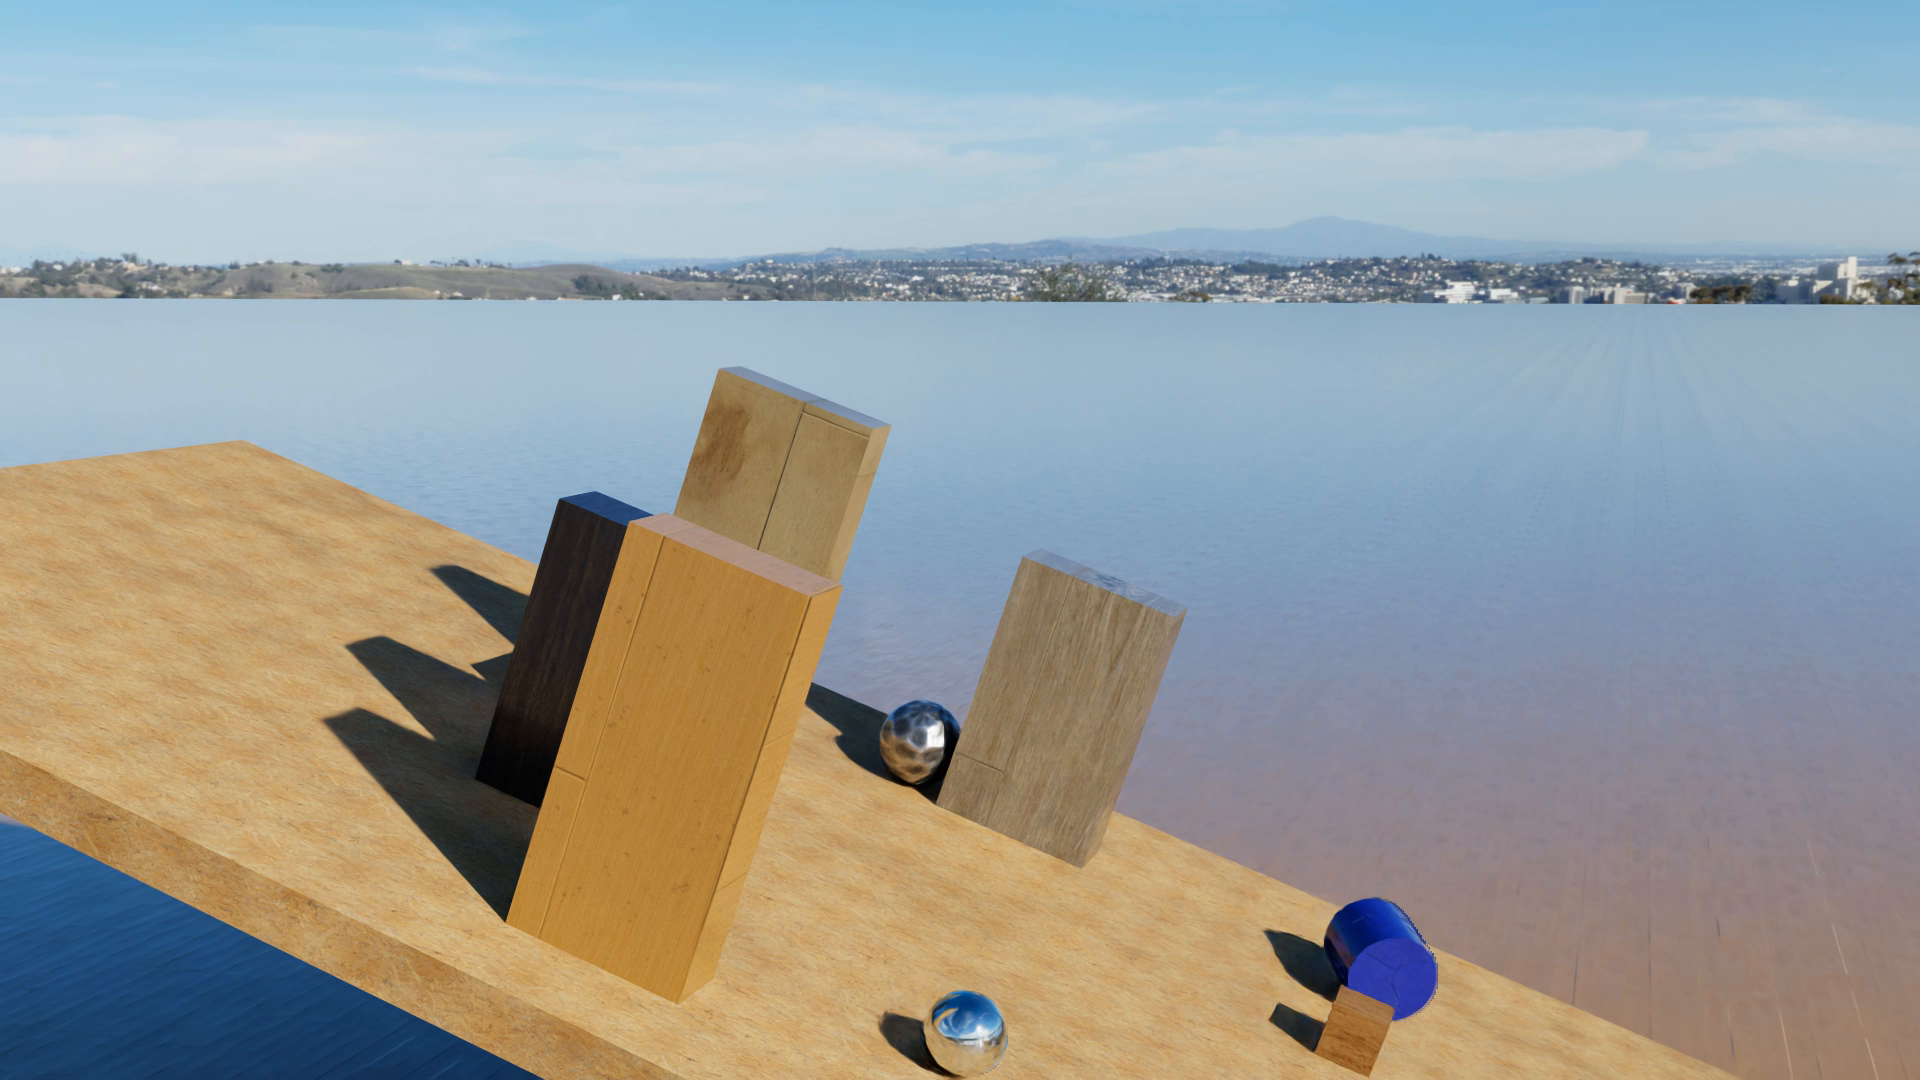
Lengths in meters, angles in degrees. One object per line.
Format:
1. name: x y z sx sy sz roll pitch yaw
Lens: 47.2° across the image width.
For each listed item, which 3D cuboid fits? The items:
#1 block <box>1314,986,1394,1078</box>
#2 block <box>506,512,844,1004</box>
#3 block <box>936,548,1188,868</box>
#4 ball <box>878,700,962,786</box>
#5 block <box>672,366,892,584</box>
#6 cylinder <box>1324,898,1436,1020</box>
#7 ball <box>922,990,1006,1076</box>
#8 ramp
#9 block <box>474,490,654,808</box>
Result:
1. block: 0.734 0.913 4.089 0.107 0.107 0.107 22 12 13
2. block: -0.450 0.339 3.443 0.315 0.688 0.134 22 12 14
3. block: 0.214 0.353 4.657 0.341 0.575 0.146 22 12 14
4. ball: -0.084 0.439 4.763 0.183 0.183 0.183 0 7 0
5. block: -0.428 0.078 4.414 0.339 0.779 0.114 22 12 14
6. cylinder: 0.839 0.838 4.398 0.180 0.180 0.180 -1 16 -5
7. ball: 0.007 0.783 3.496 0.135 0.135 0.135 0 7 0
8. ramp: -0.340 0.628 4.215 4.000 0.100 2.000 22 12 14
9. block: -0.655 0.221 3.984 0.266 0.550 0.144 22 12 14
